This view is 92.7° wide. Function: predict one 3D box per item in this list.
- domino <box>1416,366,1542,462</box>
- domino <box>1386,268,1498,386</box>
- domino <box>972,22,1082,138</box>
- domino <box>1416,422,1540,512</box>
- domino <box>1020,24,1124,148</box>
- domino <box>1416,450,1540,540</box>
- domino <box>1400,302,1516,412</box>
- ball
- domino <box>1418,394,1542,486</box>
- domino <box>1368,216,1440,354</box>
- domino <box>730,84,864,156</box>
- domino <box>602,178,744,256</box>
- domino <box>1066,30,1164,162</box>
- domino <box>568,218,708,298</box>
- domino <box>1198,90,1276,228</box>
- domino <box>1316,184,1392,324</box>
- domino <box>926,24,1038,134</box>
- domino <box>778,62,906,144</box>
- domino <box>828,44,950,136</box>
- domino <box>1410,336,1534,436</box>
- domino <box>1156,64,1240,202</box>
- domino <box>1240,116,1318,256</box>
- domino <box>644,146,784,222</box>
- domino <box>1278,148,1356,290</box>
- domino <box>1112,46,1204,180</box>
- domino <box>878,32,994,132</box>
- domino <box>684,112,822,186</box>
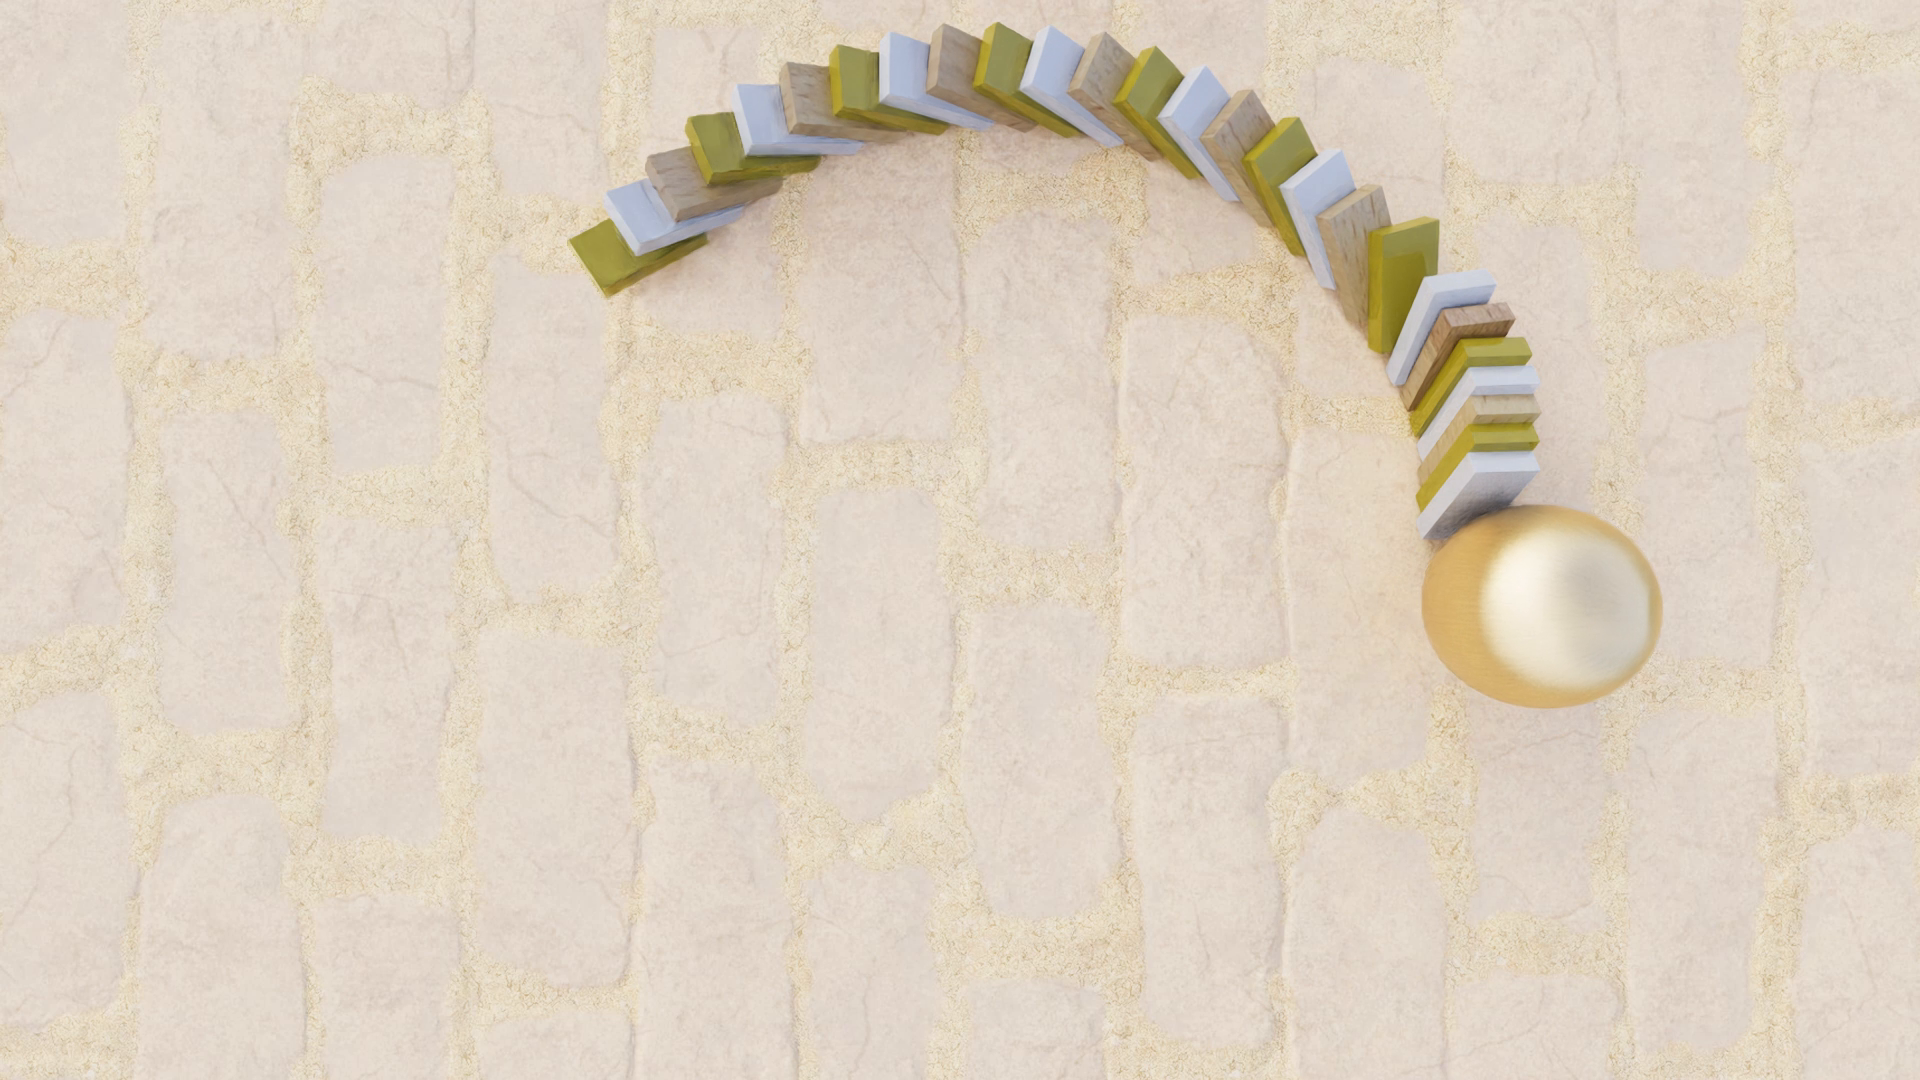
[{"bbox_3d":[0.211,-0.051,0.376,0.025,0.050,0.010,-2,59,0],"label":"domino"},{"bbox_3d":[0.197,-0.086,0.377,0.025,0.050,0.010,-8,54,-1],"label":"domino"},{"bbox_3d":[0.031,-0.191,0.383,0.050,0.010,0.025,12,90,-31],"label":"domino"},{"bbox_3d":[0.211,-0.029,0.376,0.025,0.050,0.010,-2,59,0],"label":"domino"},{"bbox_3d":[0.051,-0.189,0.383,0.050,0.010,0.025,17,90,-31],"label":"domino"},{"bbox_3d":[0.211,-0.018,0.376,0.025,0.050,0.010,-2,59,0],"label":"domino"},{"bbox_3d":[0.203,-0.074,0.376,0.025,0.050,0.010,-7,57,0],"label":"domino"},{"bbox_3d":[0.225,0.026,0.360,0.080,0.080,0.080,0,90,0],"label":"ball"},{"bbox_3d":[0.212,-0.040,0.376,0.025,0.050,0.010,-2,59,0],"label":"domino"},{"bbox_3d":[0.185,-0.106,0.383,0.025,0.009,0.050,-17,119,-4],"label":"domino"},{"bbox_3d":[-0.068,-0.175,0.383,0.050,0.010,0.025,-15,89,-30],"label":"domino"},{"bbox_3d":[-0.119,-0.140,0.383,0.050,0.010,0.025,-34,91,-30],"label":"domino"},{"bbox_3d":[0.070,-0.184,0.383,0.050,0.010,0.025,24,90,-31],"label":"domino"},{"bbox_3d":[-0.136,-0.127,0.390,0.050,0.009,0.025,-34,90,-13],"label":"domino"},{"bbox_3d":[0.124,-0.159,0.383,0.050,0.009,0.025,39,90,-30],"label":"domino"},{"bbox_3d":[0.169,-0.119,0.383,0.025,0.009,0.050,-33,121,0],"label":"domino"},{"bbox_3d":[0.011,-0.192,0.383,0.050,0.009,0.025,7,90,-31],"label":"domino"},{"bbox_3d":[-0.048,-0.182,0.383,0.050,0.009,0.025,-9,89,-30],"label":"domino"},{"bbox_3d":[-0.029,-0.187,0.383,0.050,0.010,0.025,-5,90,-31],"label":"domino"},{"bbox_3d":[0.208,-0.062,0.376,0.025,0.050,0.010,-2,59,0],"label":"domino"},{"bbox_3d":[0.107,-0.169,0.383,0.050,0.009,0.025,35,90,-30],"label":"domino"},{"bbox_3d":[0.140,-0.147,0.383,0.025,0.009,0.050,-45,120,0],"label":"domino"},{"bbox_3d":[-0.102,-0.153,0.384,0.050,0.009,0.025,-30,90,-30],"label":"domino"},{"bbox_3d":[0.155,-0.134,0.383,0.025,0.009,0.050,-39,120,0],"label":"domino"},{"bbox_3d":[0.089,-0.178,0.383,0.050,0.010,0.025,29,90,-31],"label":"domino"},{"bbox_3d":[-0.009,-0.191,0.383,0.050,0.010,0.025,1,90,-31],"label":"domino"},{"bbox_3d":[-0.086,-0.165,0.383,0.050,0.009,0.025,-22,89,-30],"label":"domino"}]
